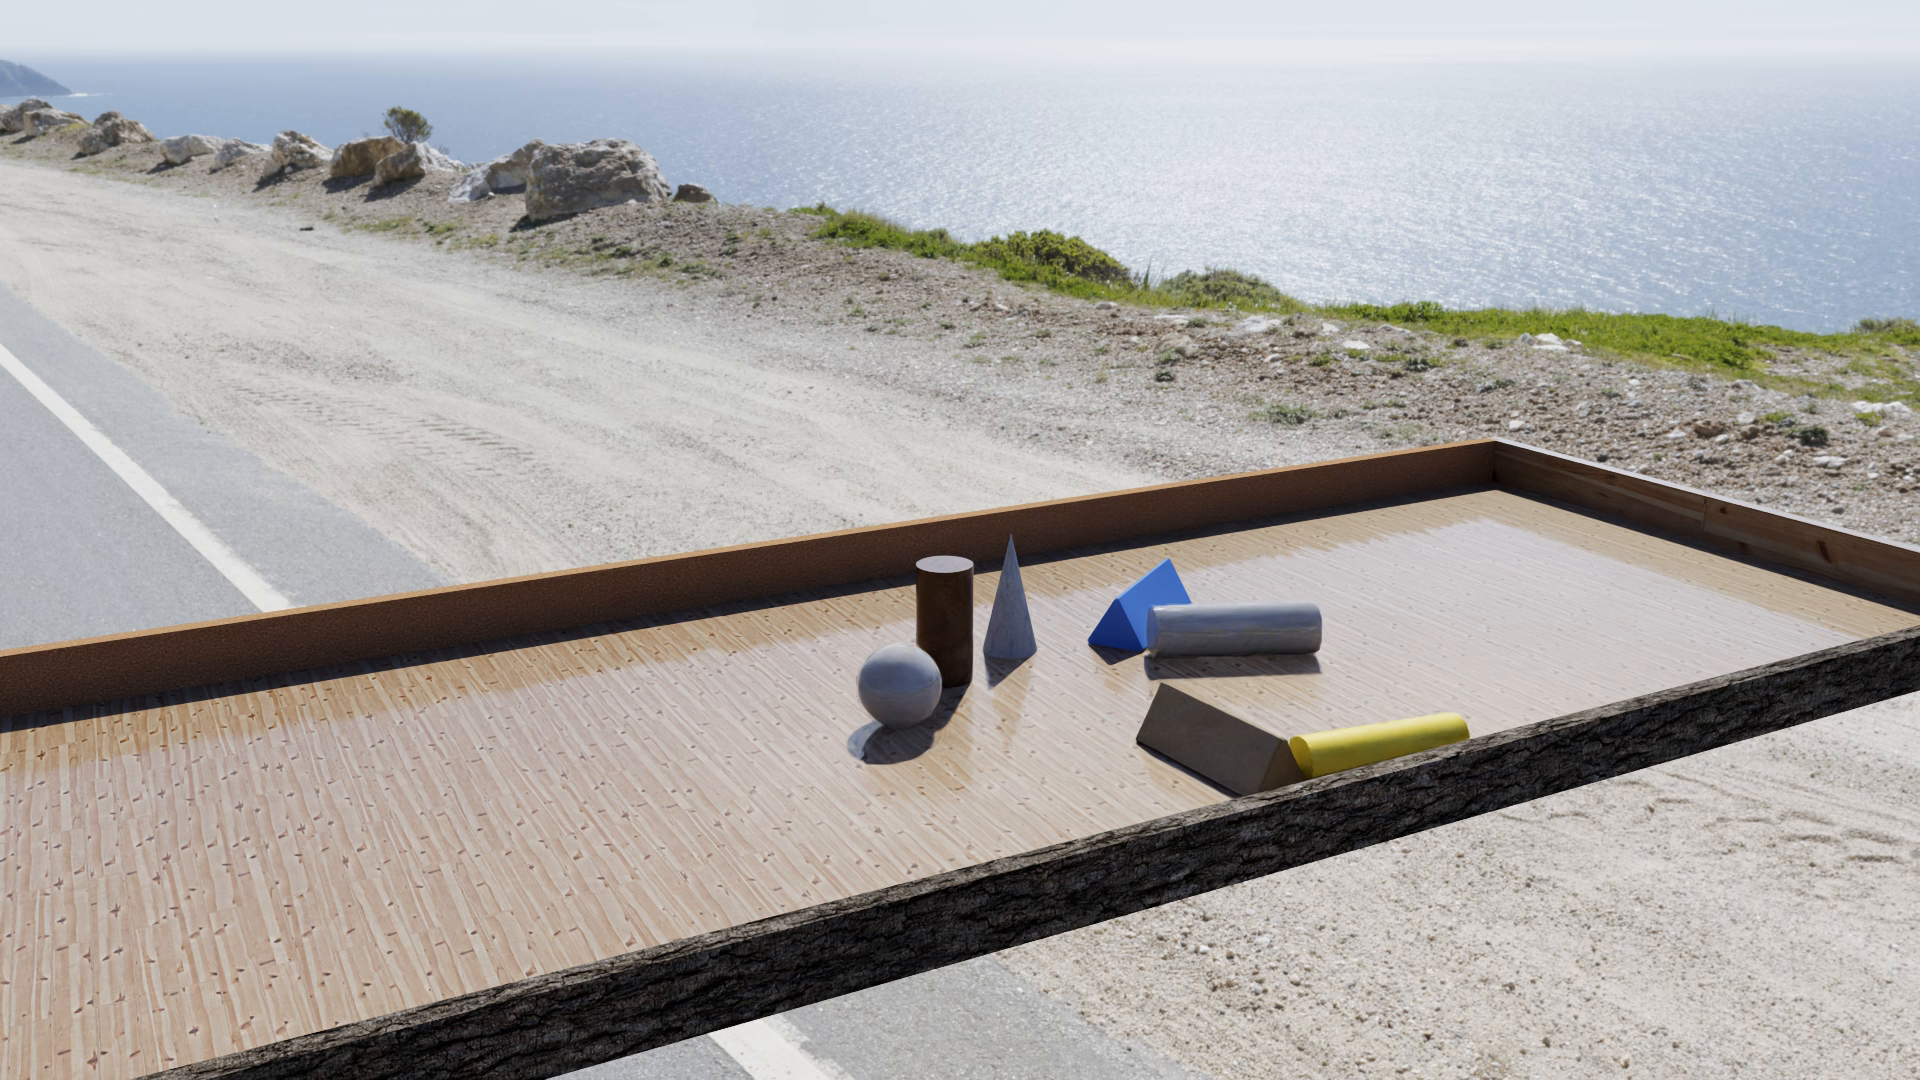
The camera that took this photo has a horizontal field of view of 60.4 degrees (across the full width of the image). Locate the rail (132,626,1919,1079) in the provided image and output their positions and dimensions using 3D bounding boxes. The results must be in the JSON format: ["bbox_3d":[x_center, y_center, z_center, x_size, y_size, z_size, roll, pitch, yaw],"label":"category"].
[{"bbox_3d":[-2.336,1.006,1.665,12.000,0.150,0.050,-9,18,-27],"label":"rail"}]

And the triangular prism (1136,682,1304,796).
[{"bbox_3d":[0.573,0.433,3.640,0.150,0.130,0.396,-11,20,-31],"label":"triangular prism"}]

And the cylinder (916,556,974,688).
[{"bbox_3d":[-0.038,0.204,4.128,0.143,0.300,0.143,0,16,0],"label":"cylinder"}]

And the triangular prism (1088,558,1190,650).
[{"bbox_3d":[0.502,0.166,4.538,0.155,0.134,0.409,8,18,25],"label":"triangular prism"}]

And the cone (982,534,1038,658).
[{"bbox_3d":[0.132,0.136,4.324,0.145,0.321,0.145,0,16,0],"label":"cone"}]

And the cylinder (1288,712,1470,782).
[{"bbox_3d":[0.920,0.455,3.620,0.398,0.105,0.105,-6,17,-19],"label":"cylinder"}]

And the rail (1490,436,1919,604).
[{"bbox_3d":[2.466,-0.048,5.253,0.050,0.150,2.100,-9,18,-27],"label":"rail"}]

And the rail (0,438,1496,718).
[{"bbox_3d":[-3.305,0.497,3.399,12.000,0.150,0.050,-9,18,-27],"label":"rail"}]

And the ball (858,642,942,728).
[{"bbox_3d":[-0.140,0.339,3.851,0.198,0.198,0.198,0,16,0],"label":"ball"}]

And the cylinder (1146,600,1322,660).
[{"bbox_3d":[0.715,0.235,4.311,0.432,0.138,0.138,-2,16,-6],"label":"cylinder"}]
